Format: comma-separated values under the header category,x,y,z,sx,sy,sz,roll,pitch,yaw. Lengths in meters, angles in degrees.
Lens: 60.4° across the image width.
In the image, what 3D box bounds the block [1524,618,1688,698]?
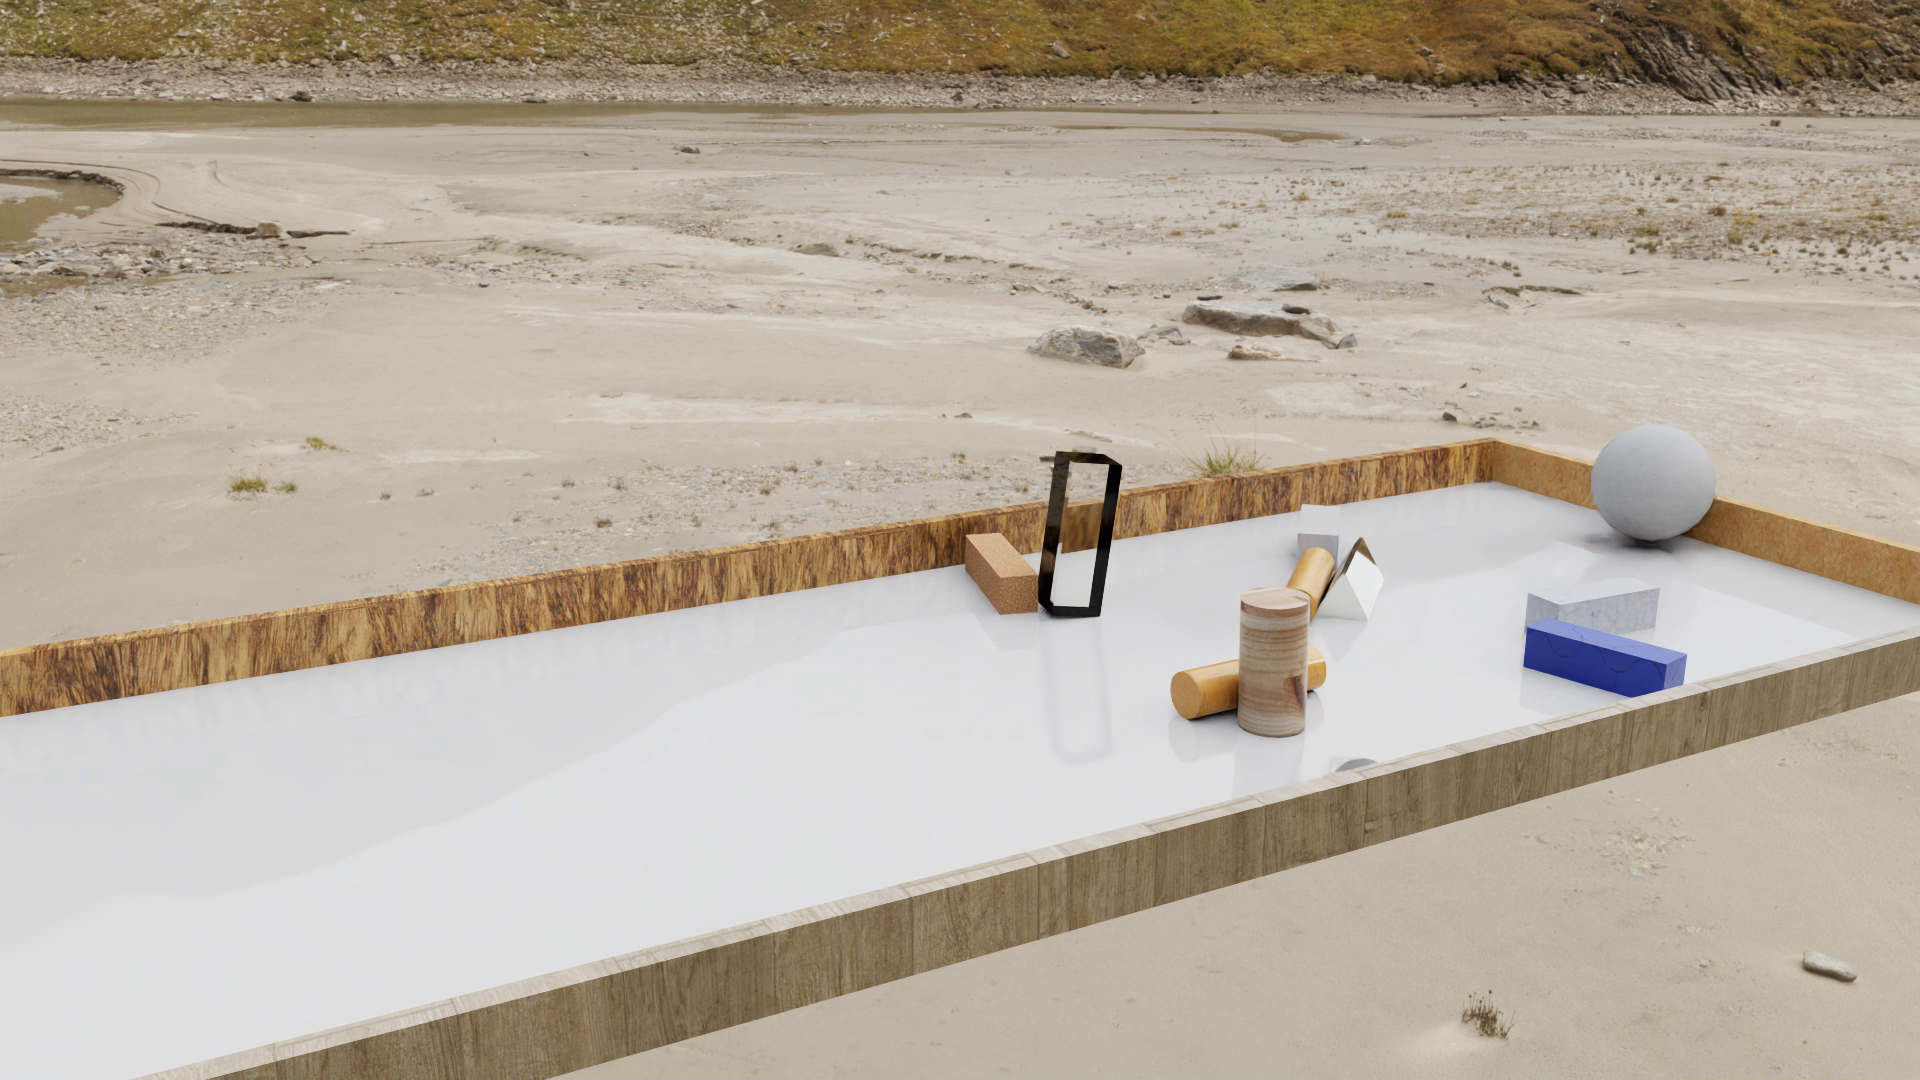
category,x,y,z,sx,sy,sz,roll,pitch,yaw
block,1.612,0.302,4.135,0.108,0.108,0.365,-14,22,-40

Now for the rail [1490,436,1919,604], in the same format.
category,x,y,z,sx,sy,sz,roll,pitch,yaw
rail,2.466,-0.048,5.253,0.050,0.150,2.100,-9,18,-27

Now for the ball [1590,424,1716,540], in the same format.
category,x,y,z,sx,sy,sz,roll,pitch,yaw
ball,2.210,-0.182,5.263,0.370,0.370,0.370,0,16,0

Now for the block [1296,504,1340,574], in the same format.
category,x,y,z,sx,sy,sz,roll,pitch,yaw
block,1.121,-0.005,5.156,0.122,0.122,0.345,4,17,13

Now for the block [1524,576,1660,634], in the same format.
category,x,y,z,sx,sy,sz,roll,pitch,yaw
block,1.723,0.192,4.496,0.358,0.117,0.117,-7,18,-23

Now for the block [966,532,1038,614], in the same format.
category,x,y,z,sx,sy,sz,roll,pitch,yaw
block,0.118,0.094,4.839,0.110,0.110,0.436,-4,17,-12

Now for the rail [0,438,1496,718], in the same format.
category,x,y,z,sx,sy,sz,roll,pitch,yaw
rail,-3.305,0.497,3.399,12.000,0.150,0.050,-9,18,-27

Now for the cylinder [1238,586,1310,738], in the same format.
category,x,y,z,sx,sy,sz,roll,pitch,yaw
cylinder,0.728,0.282,3.832,0.158,0.313,0.158,-2,17,0

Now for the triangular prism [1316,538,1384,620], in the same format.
category,x,y,z,sx,sy,sz,roll,pitch,yaw
triangular prism,1.129,0.104,4.760,0.149,0.129,0.386,6,17,19

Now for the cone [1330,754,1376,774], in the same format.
category,x,y,z,sx,sy,sz,roll,pitch,yaw
cone,0.829,0.498,3.537,0.141,0.141,0.355,1,5,3

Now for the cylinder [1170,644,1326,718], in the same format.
category,x,y,z,sx,sy,sz,roll,pitch,yaw
cylinder,0.701,0.340,3.995,0.389,0.114,0.114,-9,19,-28

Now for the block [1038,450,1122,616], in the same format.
category,x,y,z,sx,sy,sz,roll,pitch,yaw
block,0.330,-0.017,4.613,0.144,0.436,0.144,3,15,-18

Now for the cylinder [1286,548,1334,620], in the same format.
category,x,y,z,sx,sy,sz,roll,pitch,yaw
cylinder,0.995,0.129,4.727,0.106,0.106,0.424,5,17,18

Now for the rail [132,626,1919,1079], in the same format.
category,x,y,z,sx,sy,sz,roll,pitch,yaw
rail,-2.336,1.006,1.665,12.000,0.150,0.050,-9,18,-27
